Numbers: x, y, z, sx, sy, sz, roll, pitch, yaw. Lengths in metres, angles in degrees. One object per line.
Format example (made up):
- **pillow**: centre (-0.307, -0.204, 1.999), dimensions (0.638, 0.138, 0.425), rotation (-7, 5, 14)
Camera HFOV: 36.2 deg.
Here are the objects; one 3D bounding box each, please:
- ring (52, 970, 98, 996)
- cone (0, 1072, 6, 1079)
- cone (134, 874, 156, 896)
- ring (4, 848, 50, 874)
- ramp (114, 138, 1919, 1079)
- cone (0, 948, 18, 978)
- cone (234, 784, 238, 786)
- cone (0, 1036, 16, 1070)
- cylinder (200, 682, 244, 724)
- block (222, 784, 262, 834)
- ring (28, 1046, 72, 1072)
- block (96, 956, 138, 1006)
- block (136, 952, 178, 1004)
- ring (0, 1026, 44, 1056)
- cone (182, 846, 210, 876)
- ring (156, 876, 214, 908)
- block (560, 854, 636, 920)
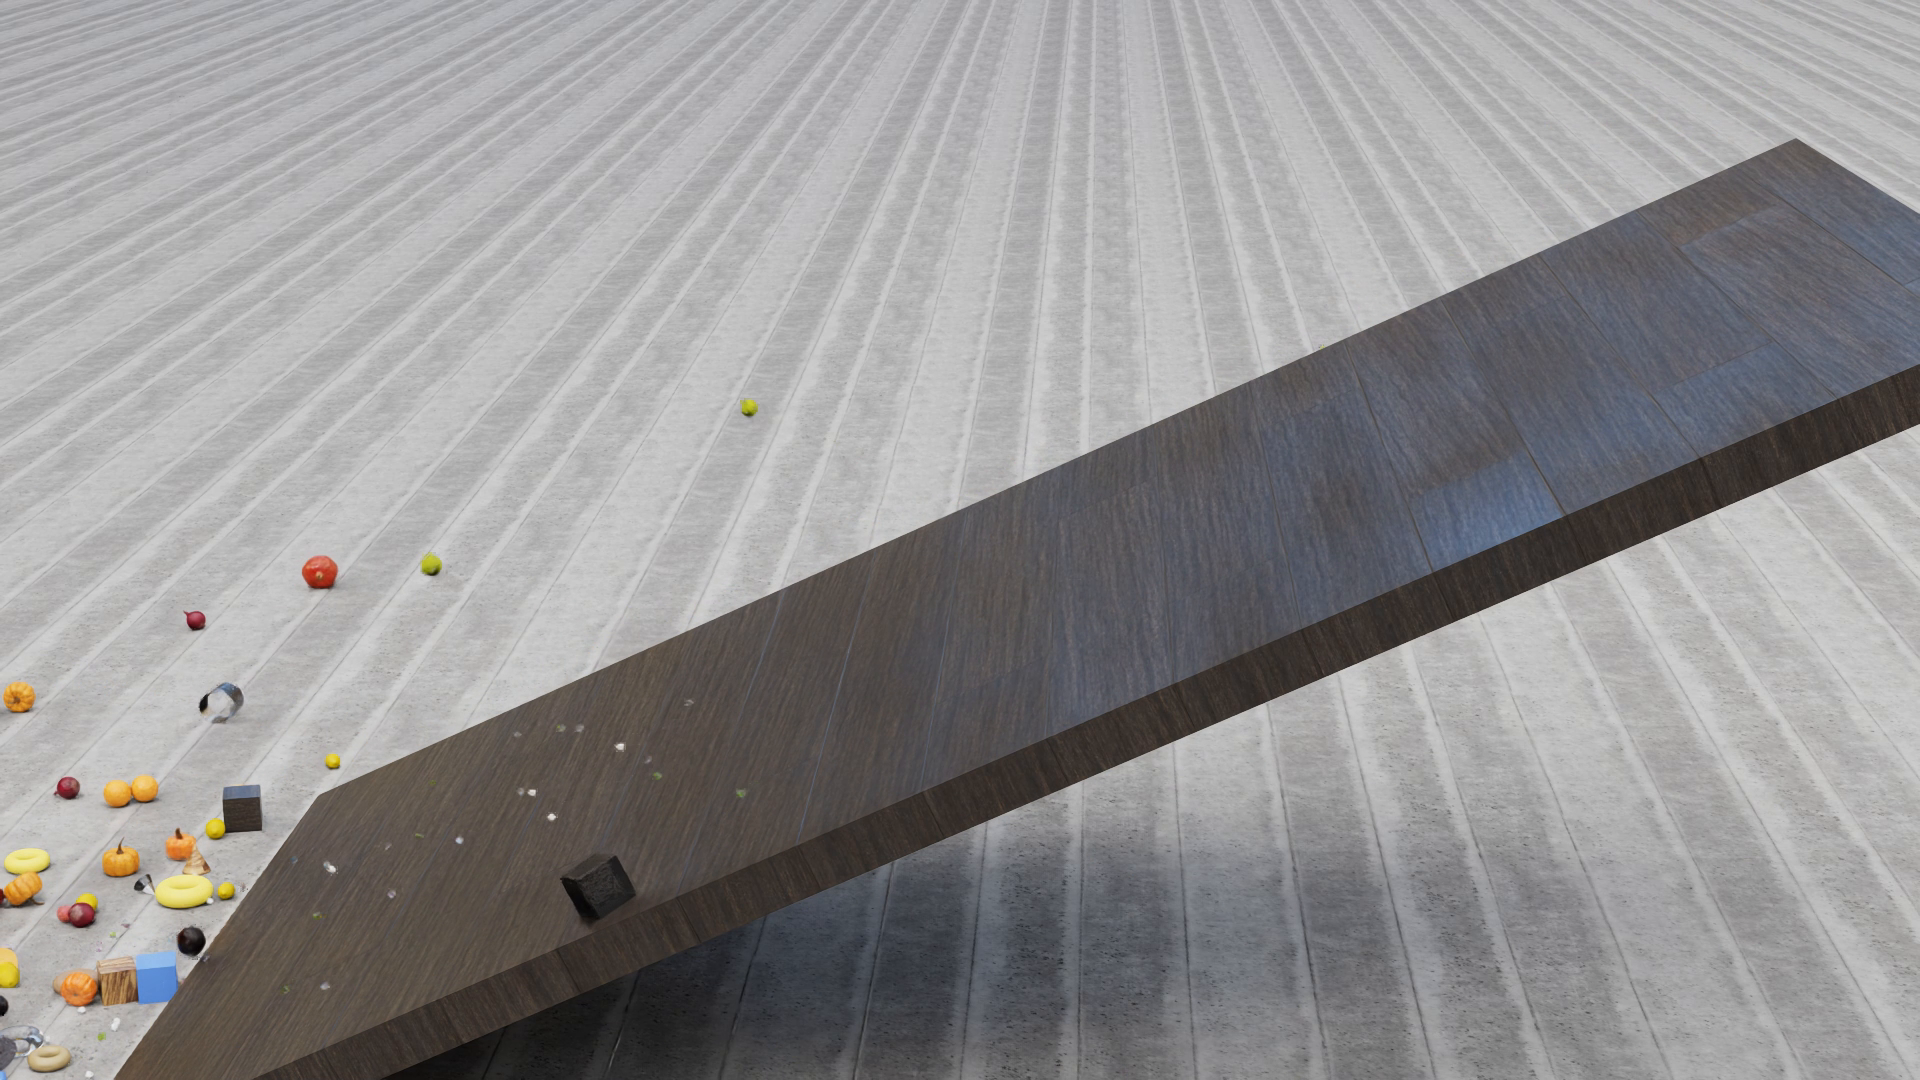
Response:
- **ring**: centre (-1.984, 0.994, 6.607), dimensions (0.106, 0.035, 0.106), rotation (-1, 15, 0)
- **cone**: centre (-1.987, 1.141, 6.106), dimensions (0.054, 0.054, 0.054), rotation (37, 31, 21)
- **cone**: centre (-1.970, 0.848, 7.148), dimensions (0.051, 0.051, 0.051), rotation (38, 32, 22)
- **ring**: centre (-2.316, 0.798, 7.302), dimensions (0.110, 0.037, 0.110), rotation (0, 17, 0)
- **ramp**: centre (0.135, 0.169, 6.282), dimensions (4.000, 0.100, 2.000), rotation (-24, 13, 9)
- **cone**: centre (-2.195, 0.971, 6.694), dimensions (0.072, 0.072, 0.072), rotation (-22, 0, 37)
- **cone**: centre (-1.909, 0.676, 7.753), dimensions (0.056, 0.056, 0.056), rotation (-3, -11, -10)
- **cone**: centre (-2.057, 1.064, 6.212), dimensions (0.092, 0.092, 0.092), rotation (-15, 38, -42)
- **cylinder**: centre (-2.104, 0.465, 8.380), dimensions (0.092, 0.092, 0.092), rotation (3, 16, 11)
- **block**: centre (-1.847, 0.692, 7.573), dimensions (0.093, 0.093, 0.093), rotation (-3, 16, -11)
- **ring**: centre (-1.933, 1.100, 6.241), dimensions (0.090, 0.030, 0.090), rotation (1, 16, 0)
- **block**: centre (-1.880, 0.984, 6.564), dimensions (0.078, 0.078, 0.078), rotation (-6, 17, -22)
- **block**: centre (-1.794, 0.978, 6.573), dimensions (0.084, 0.084, 0.084), rotation (-4, 16, -14)
- **ring**: centre (-2.023, 1.076, 6.316), dimensions (0.108, 0.036, 0.108), rotation (1, 16, 0)
- **cone**: centre (-1.892, 0.786, 7.280), dimensions (0.070, 0.070, 0.070), rotation (0, 16, 0)
- **ring**: centre (-1.874, 0.849, 7.105), dimensions (0.138, 0.046, 0.138), rotation (1, 16, 0)
- **block**: centre (-0.682, 0.652, 5.541), dimensions (0.087, 0.087, 0.087), rotation (-34, 15, -30)
